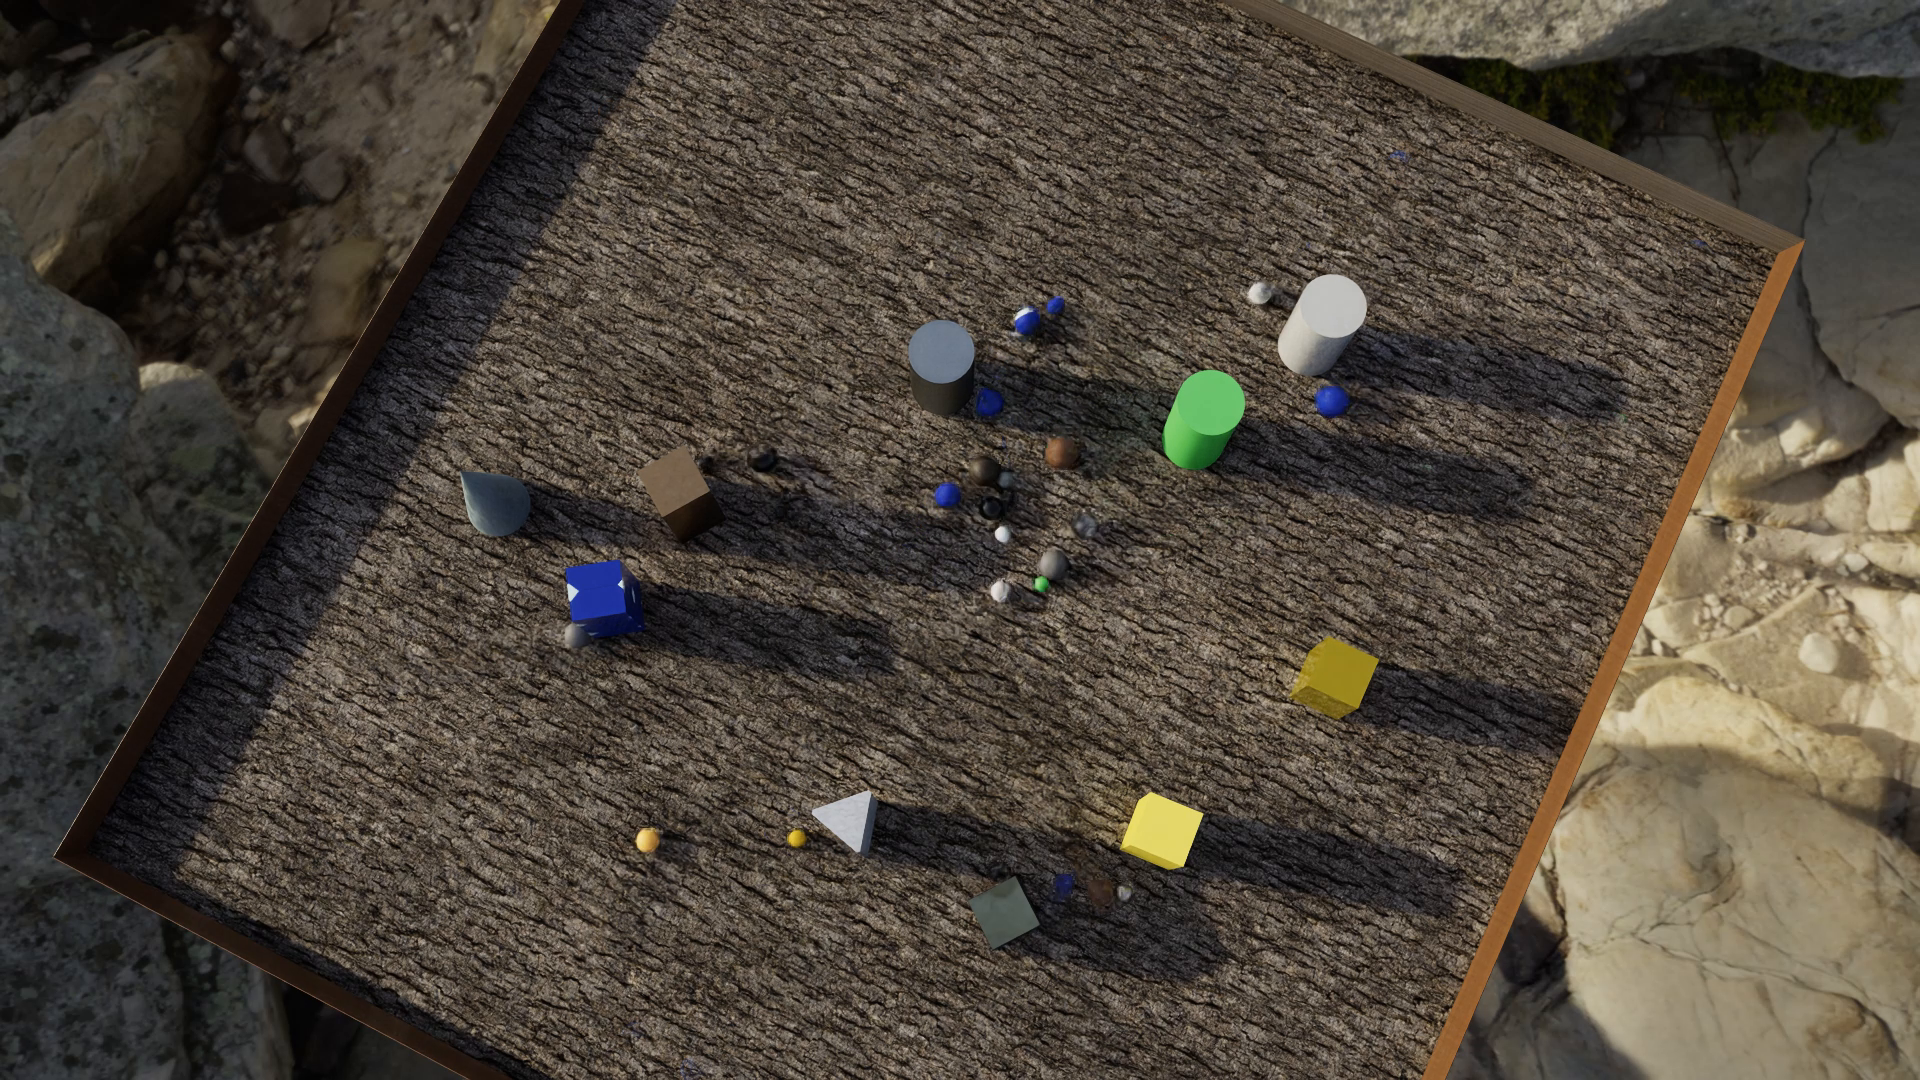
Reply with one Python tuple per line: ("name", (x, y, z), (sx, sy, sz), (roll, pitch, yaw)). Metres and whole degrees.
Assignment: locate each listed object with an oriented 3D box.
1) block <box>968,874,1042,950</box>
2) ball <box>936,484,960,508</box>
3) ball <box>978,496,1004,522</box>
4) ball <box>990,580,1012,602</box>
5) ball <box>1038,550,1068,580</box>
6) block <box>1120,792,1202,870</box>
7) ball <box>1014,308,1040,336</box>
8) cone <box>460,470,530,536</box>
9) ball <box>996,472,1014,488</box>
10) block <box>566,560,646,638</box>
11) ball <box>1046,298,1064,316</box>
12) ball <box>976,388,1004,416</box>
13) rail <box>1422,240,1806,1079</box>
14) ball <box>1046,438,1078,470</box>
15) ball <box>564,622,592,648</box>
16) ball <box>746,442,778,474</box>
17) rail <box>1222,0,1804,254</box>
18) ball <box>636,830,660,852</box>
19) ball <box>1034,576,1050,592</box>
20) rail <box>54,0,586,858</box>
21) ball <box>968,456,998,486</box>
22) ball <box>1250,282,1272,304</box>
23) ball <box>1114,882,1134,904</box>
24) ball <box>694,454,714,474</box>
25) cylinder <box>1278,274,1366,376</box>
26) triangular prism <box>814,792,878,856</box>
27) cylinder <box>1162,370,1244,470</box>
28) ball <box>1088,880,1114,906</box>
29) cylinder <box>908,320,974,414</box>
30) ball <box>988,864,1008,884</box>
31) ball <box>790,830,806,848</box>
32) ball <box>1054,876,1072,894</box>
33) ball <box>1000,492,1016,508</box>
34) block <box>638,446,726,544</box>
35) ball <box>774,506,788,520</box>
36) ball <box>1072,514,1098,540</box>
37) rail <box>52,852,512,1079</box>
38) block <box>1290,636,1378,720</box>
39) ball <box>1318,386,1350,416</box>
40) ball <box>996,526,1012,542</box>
("block", (0.127, 1.072, 5.268), (0.156, 0.248, 0.156), (-27, 80, -5))
("ball", (-0.039, -0.136, 5.607), (0.075, 0.075, 0.075), (0, 78, 0))
("ball", (0.096, -0.095, 5.597), (0.077, 0.077, 0.077), (0, 78, 0))
("ball", (0.124, 0.156, 5.552), (0.064, 0.064, 0.064), (0, 78, 0))
("ball", (0.285, 0.074, 5.555), (0.091, 0.091, 0.091), (0, 78, 0))
("block", (0.575, 0.839, 5.261), (0.156, 0.357, 0.156), (22, 79, 4))
("ball", (0.211, -0.680, 5.715), (0.083, 0.083, 0.083), (0, 78, 0))
("cone", (-1.419, -0.152, 5.418), (0.195, 0.451, 0.195), (0, 78, 0))
("ball", (0.139, -0.183, 5.627), (0.053, 0.053, 0.053), (0, 78, 0))
("block", (-1.044, 0.177, 5.410), (0.156, 0.332, 0.156), (-9, 78, -2))
("ball", (0.298, -0.731, 5.741), (0.053, 0.053, 0.053), (0, 78, 0))
("ball", (0.092, -0.424, 5.661), (0.085, 0.085, 0.085), (0, 78, 0))
("rail", (1.700, 0.839, 5.377), (0.045, 0.127, 4.035), (26, 80, 5))
("ball", (0.312, -0.266, 5.622), (0.098, 0.098, 0.098), (0, 78, 0))
("ball", (-1.149, 0.286, 5.508), (0.081, 0.081, 0.081), (0, 78, 0))
("ball", (-0.607, -0.252, 5.620), (0.096, 0.096, 0.096), (0, 78, 0))
("rail", (0.892, -1.740, 5.911), (3.849, 0.127, 0.045), (26, 80, 5))
("ball", (-0.920, 0.887, 5.398), (0.068, 0.068, 0.068), (0, 78, 0))
("ball", (0.249, 0.133, 5.565), (0.047, 0.047, 0.047), (0, 78, 0))
("rail", (-1.700, -0.826, 5.722), (0.045, 0.127, 4.035), (26, 80, 5))
("ball", (0.073, -0.211, 5.613), (0.093, 0.093, 0.093), (0, 78, 0))
("ball", (0.941, -0.773, 5.742), (0.068, 0.068, 0.068), (0, 78, 0))
("ball", (0.479, 1.035, 5.373), (0.058, 0.058, 0.058), (0, 78, 0))
("ball", (-0.787, -0.232, 5.631), (0.061, 0.061, 0.061), (0, 78, 0))
("cylinder", (1.093, -0.646, 5.554), (0.195, 0.385, 0.195), (0, 78, 0))
("triangular prism", (-0.294, 0.788, 5.235), (0.169, 0.427, 0.147), (40, 81, 8))
("cylinder", (0.723, -0.354, 5.478), (0.195, 0.414, 0.195), (0, 78, 0))
("ball", (0.413, 1.032, 5.365), (0.073, 0.073, 0.073), (0, 78, 0))
("cylinder", (-0.055, -0.519, 5.549), (0.195, 0.343, 0.195), (0, 78, 0))
("ball", (0.113, 0.972, 5.347), (0.058, 0.058, 0.058), (0, 78, 0))
("ball", (-0.479, 0.882, 5.408), (0.051, 0.051, 0.051), (0, 78, 0))
("ball", (0.304, 1.013, 5.380), (0.053, 0.053, 0.053), (0, 78, 0))
("ball", (0.148, -0.123, 5.617), (0.049, 0.049, 0.049), (0, 78, 0))
("block", (-0.822, -0.130, 5.447), (0.156, 0.385, 0.156), (-30, 80, -6))
("ball", (-0.549, -0.083, 5.613), (0.041, 0.041, 0.041), (0, 78, 0))
("ball", (0.380, -0.041, 5.583), (0.082, 0.082, 0.082), (0, 78, 0))
("rail", (-0.892, 1.753, 5.188), (3.849, 0.127, 0.045), (26, 80, 5))
("block", (1.095, 0.408, 5.380), (0.156, 0.299, 0.156), (25, 79, 5))
("ball", (1.152, -0.429, 5.656), (0.097, 0.097, 0.097), (0, 78, 0))
("ball", (0.133, -0.018, 5.594), (0.052, 0.052, 0.052), (0, 78, 0))
